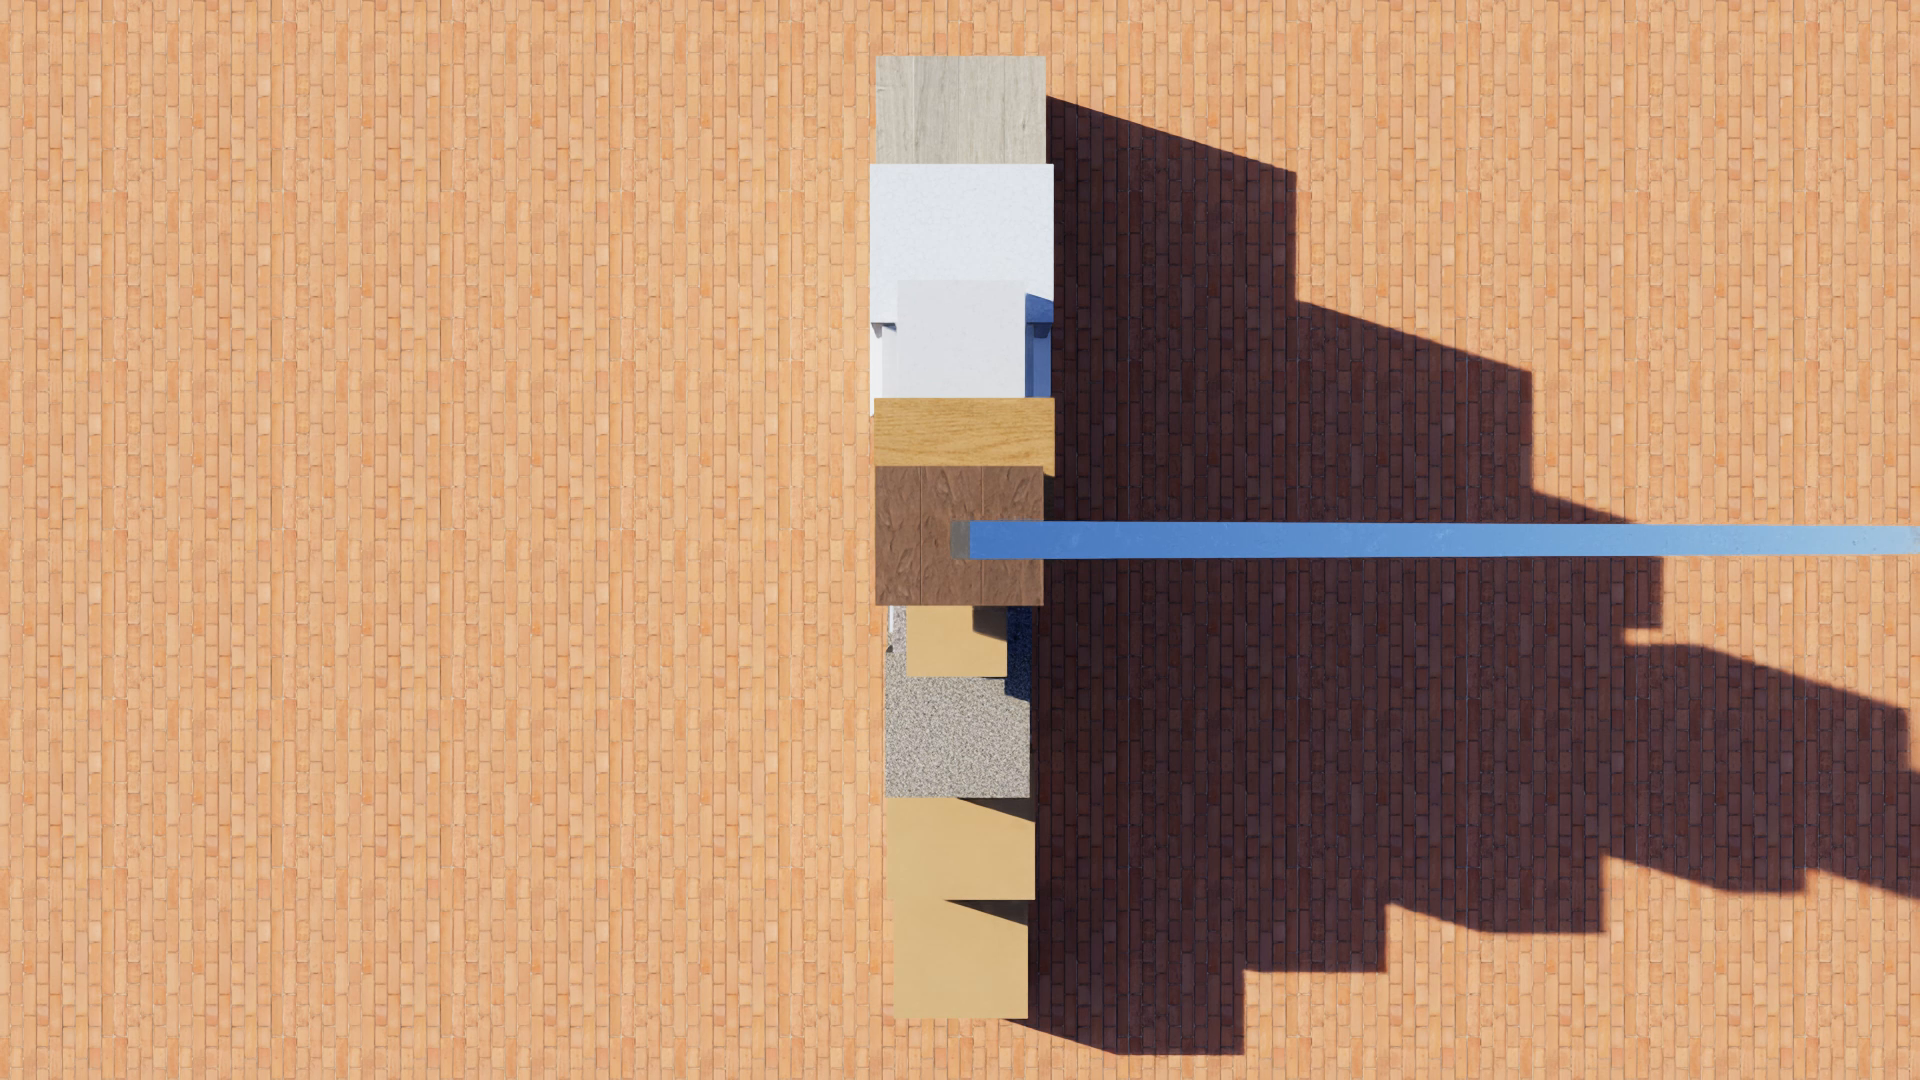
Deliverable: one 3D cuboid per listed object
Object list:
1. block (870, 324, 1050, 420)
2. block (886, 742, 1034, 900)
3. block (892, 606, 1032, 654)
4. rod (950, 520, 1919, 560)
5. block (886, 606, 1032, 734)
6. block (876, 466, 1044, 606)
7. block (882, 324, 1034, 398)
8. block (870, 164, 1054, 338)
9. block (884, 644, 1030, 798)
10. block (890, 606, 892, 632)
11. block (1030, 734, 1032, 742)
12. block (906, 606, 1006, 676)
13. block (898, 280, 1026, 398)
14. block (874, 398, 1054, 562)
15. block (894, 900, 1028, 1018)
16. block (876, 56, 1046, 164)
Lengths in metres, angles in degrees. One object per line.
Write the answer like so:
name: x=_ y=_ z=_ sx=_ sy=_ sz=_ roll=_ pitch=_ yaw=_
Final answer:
block: x=0.003 y=-1.158 z=12.493 sx=0.984 sy=1.013 sz=0.965 roll=0 pitch=90 yaw=0
block: x=0.004 y=1.513 z=11.941 sx=0.782 sy=0.651 sz=0.772 roll=0 pitch=90 yaw=0
block: x=0.012 y=0.223 z=10.787 sx=0.660 sy=0.688 sz=0.633 roll=0 pitch=90 yaw=0
rod: x=2.234 y=0.000 z=5.969 sx=5.200 sy=0.080 sz=0.080 roll=0 pitch=90 yaw=-31
block: x=-0.005 y=0.684 z=12.580 sx=0.799 sy=0.840 sz=0.785 roll=0 pitch=90 yaw=0
block: x=-0.003 y=-0.014 z=9.340 sx=0.693 sy=0.552 sz=0.577 roll=0 pitch=89 yaw=0
block: x=-0.011 y=-0.742 z=11.590 sx=0.771 sy=0.766 sz=0.705 roll=0 pitch=89 yaw=0
block: x=0.009 y=-1.499 z=11.545 sx=0.925 sy=0.883 sz=0.800 roll=0 pitch=90 yaw=0
block: x=-0.014 y=0.903 z=11.122 sx=0.707 sy=0.764 sz=0.708 roll=0 pitch=90 yaw=0
block: x=-0.001 y=0.046 z=11.551 sx=0.709 sy=0.842 sz=0.840 roll=0 pitch=90 yaw=0
block: x=-0.004 y=1.505 z=12.633 sx=0.802 sy=0.734 sz=0.837 roll=0 pitch=90 yaw=0
block: x=-0.015 y=0.364 z=10.162 sx=0.450 sy=0.562 sz=0.499 roll=0 pitch=90 yaw=0
block: x=0.005 y=-0.951 z=10.806 sx=0.611 sy=0.603 sz=0.598 roll=0 pitch=91 yaw=0
block: x=0.018 y=-0.259 z=10.032 sx=0.790 sy=0.826 sz=0.719 roll=0 pitch=89 yaw=0
block: x=0.004 y=2.289 z=12.576 sx=0.744 sy=0.848 sz=0.710 roll=0 pitch=90 yaw=0
block: x=0.004 y=-2.147 z=12.506 sx=0.929 sy=0.989 sz=0.993 roll=0 pitch=90 yaw=0
